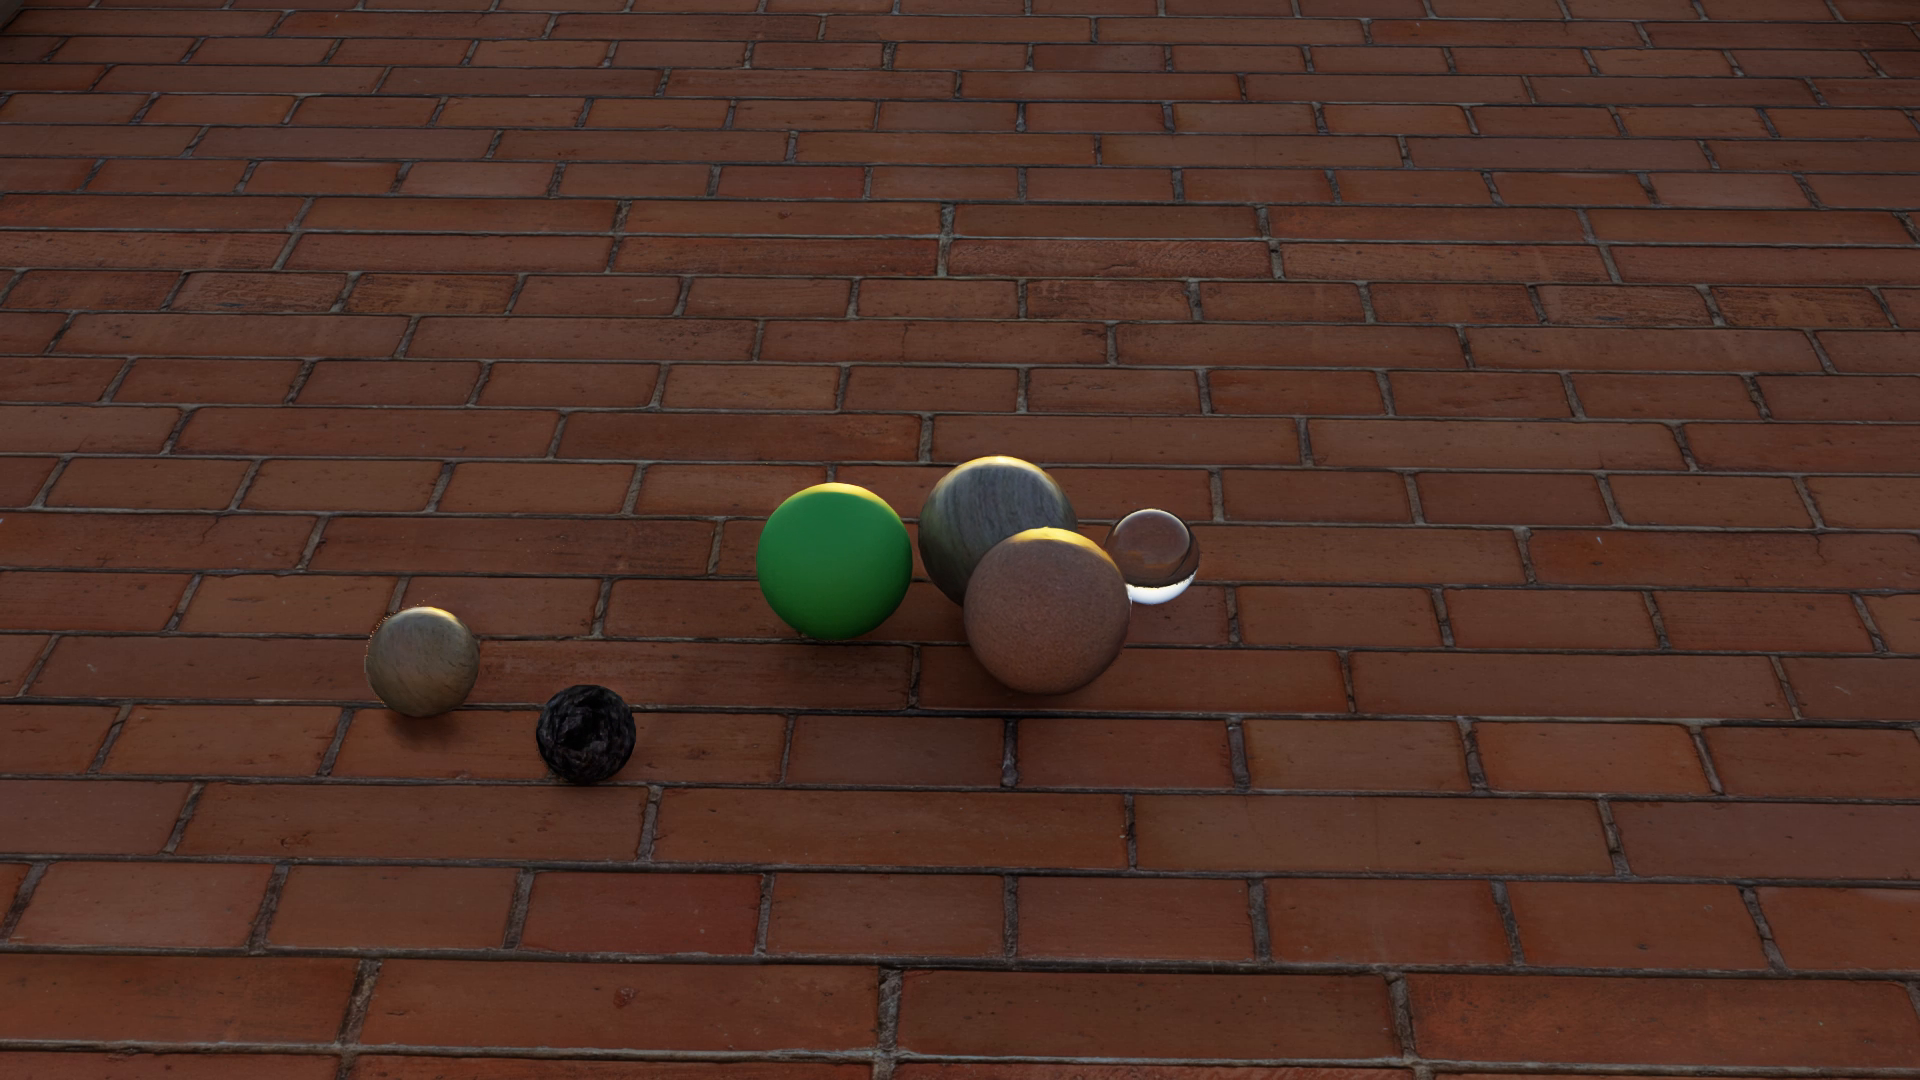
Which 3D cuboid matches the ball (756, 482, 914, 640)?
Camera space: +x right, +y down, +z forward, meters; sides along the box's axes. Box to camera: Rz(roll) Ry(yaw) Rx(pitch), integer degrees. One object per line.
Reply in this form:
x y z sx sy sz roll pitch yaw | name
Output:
-0.073 0.012 1.707 0.091 0.091 0.091 0 28 0 | ball

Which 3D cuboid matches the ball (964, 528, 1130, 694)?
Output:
0.049 0.040 1.653 0.094 0.094 0.094 0 28 0 | ball

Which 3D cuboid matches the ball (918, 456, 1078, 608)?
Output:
0.022 -0.003 1.732 0.094 0.094 0.094 0 28 0 | ball

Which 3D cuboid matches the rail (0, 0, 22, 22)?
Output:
-0.865 -0.435 2.503 0.045 0.122 3.414 1 28 1 | rail

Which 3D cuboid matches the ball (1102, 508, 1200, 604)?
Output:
0.113 0.010 1.748 0.057 0.057 0.057 0 28 0 | ball

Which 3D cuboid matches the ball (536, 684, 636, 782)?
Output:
-0.200 0.104 1.578 0.053 0.053 0.053 0 28 0 | ball

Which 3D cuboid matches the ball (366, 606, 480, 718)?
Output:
-0.298 0.068 1.635 0.062 0.062 0.062 0 28 0 | ball
